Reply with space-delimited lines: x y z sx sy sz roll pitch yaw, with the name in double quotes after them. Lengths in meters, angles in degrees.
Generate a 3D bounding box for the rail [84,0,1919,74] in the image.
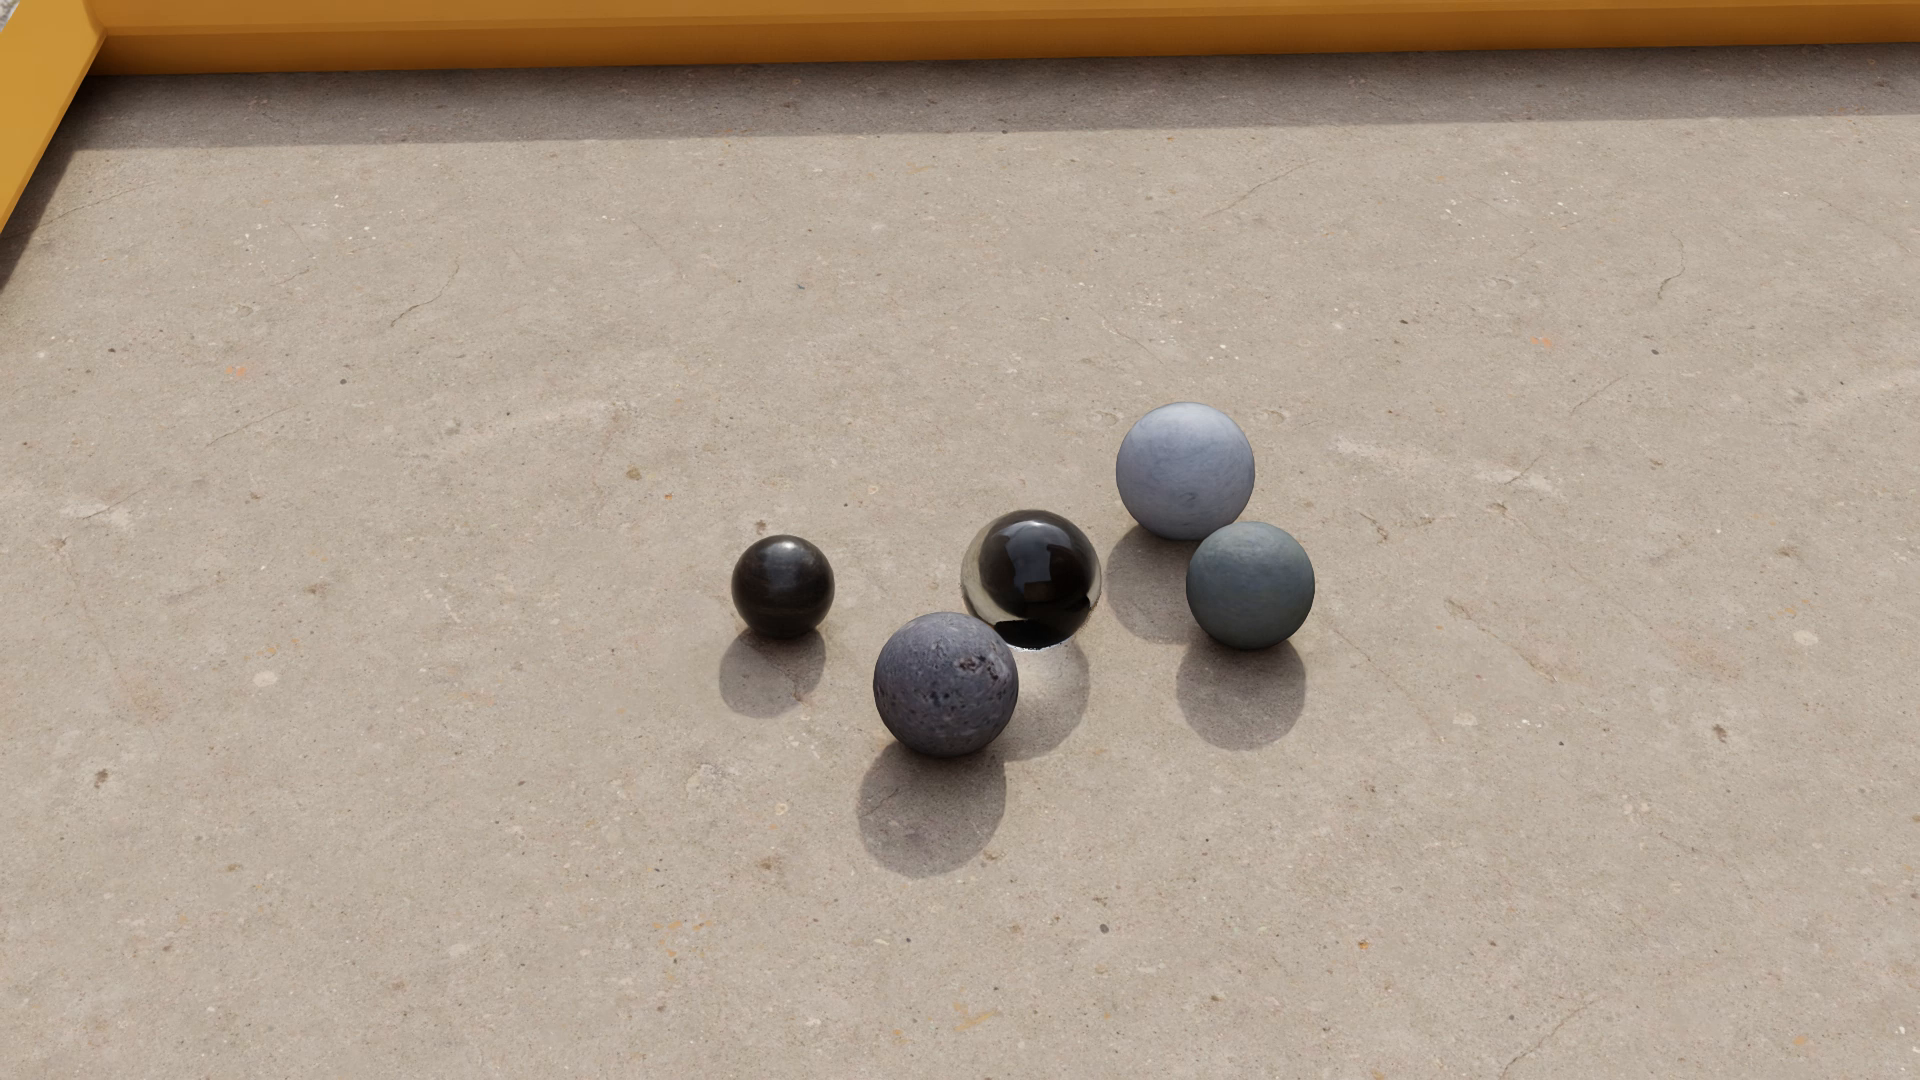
0.743 -0.506 2.366 3.110 0.124 0.045 -1 36 -2 "rail"

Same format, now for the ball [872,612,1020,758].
-0.009 0.088 1.569 0.090 0.090 0.090 0 36 0 "ball"

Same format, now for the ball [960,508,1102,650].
0.046 0.026 1.655 0.092 0.092 0.092 0 36 0 "ball"

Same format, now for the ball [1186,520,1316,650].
0.187 0.029 1.657 0.084 0.084 0.084 0 36 0 "ball"

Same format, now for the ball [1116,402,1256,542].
0.154 -0.047 1.752 0.095 0.095 0.095 0 36 0 "ball"

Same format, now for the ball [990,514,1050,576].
0.040 0.003 1.729 0.041 0.041 0.041 0 36 0 "ball"

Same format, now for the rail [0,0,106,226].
-0.753 -0.001 1.662 0.045 0.124 1.651 -1 36 -2 "rail"

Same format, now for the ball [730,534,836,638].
-0.115 0.030 1.669 0.068 0.068 0.068 0 36 0 "ball"
